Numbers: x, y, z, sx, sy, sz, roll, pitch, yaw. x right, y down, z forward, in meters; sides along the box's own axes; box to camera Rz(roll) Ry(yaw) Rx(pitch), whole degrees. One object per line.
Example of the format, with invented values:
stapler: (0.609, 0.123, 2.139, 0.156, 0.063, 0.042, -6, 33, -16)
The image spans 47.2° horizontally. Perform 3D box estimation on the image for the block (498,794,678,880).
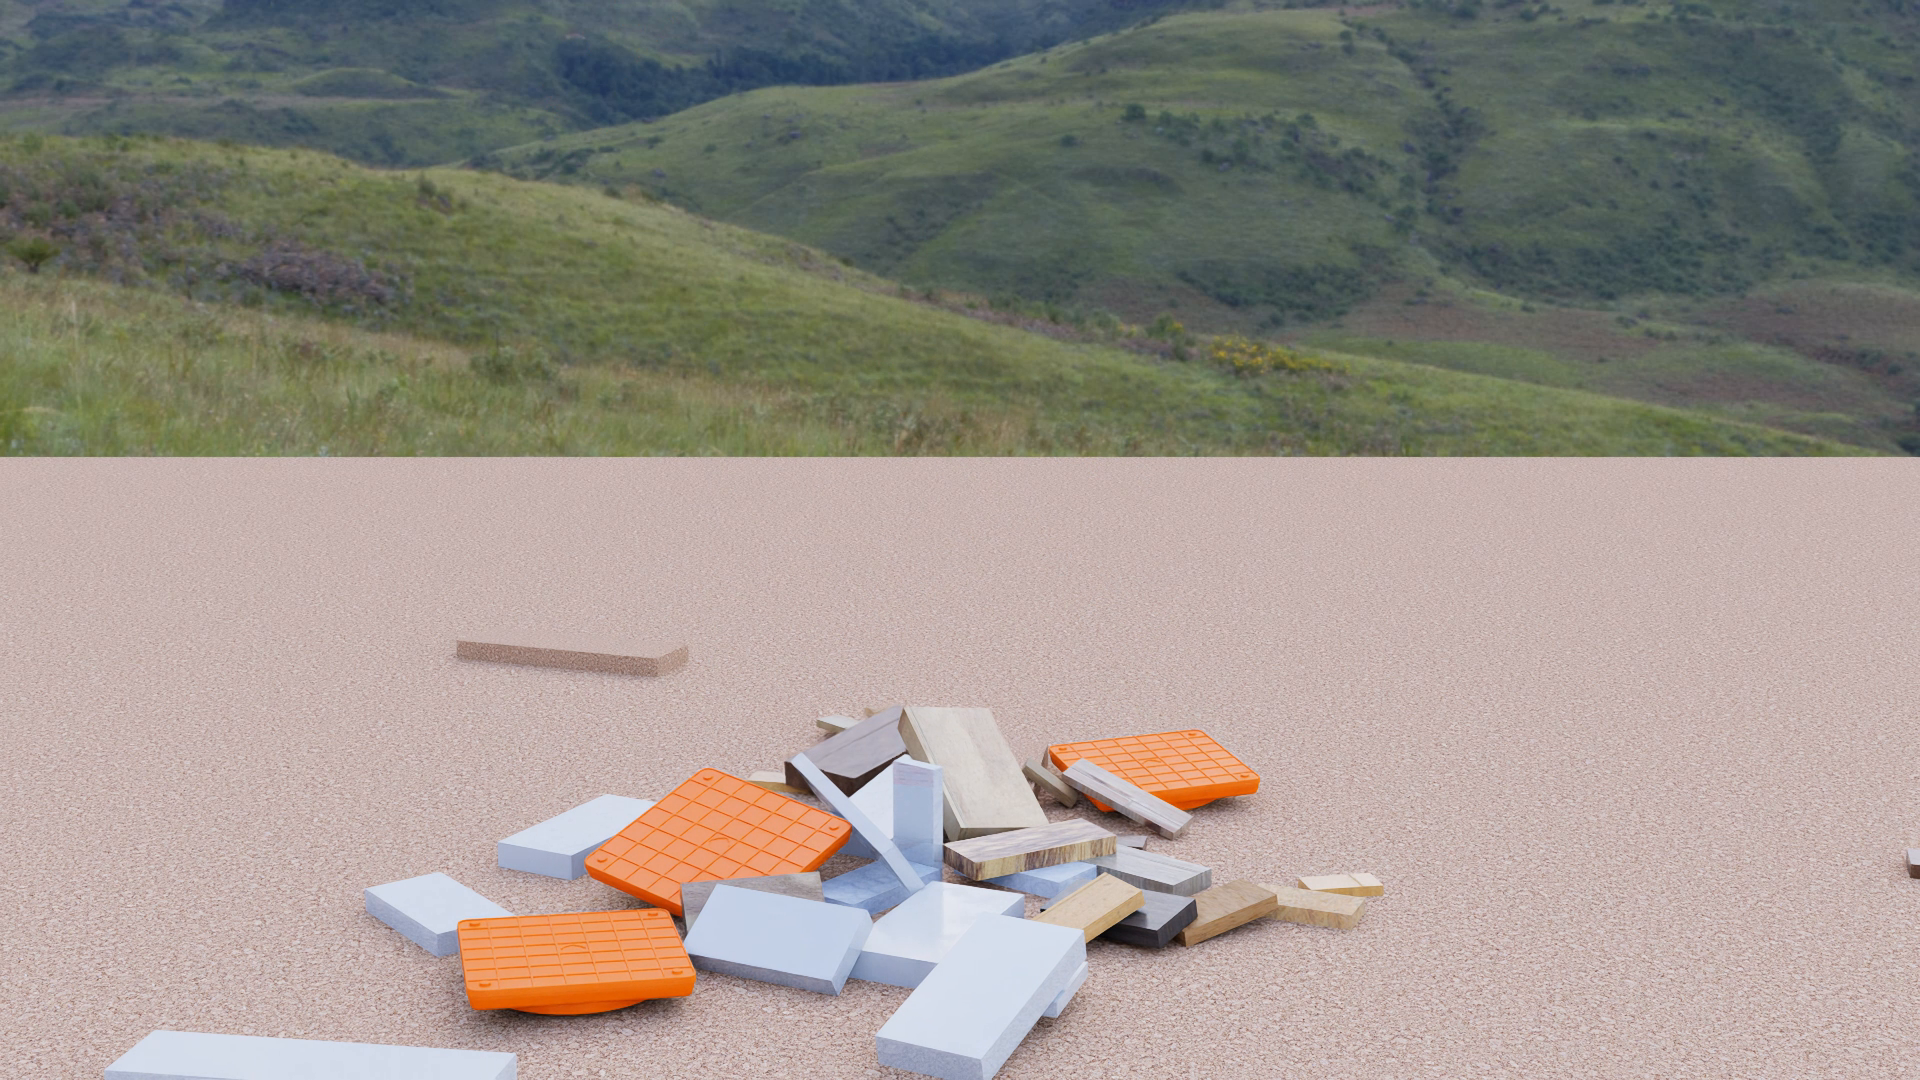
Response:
block: (-0.656, 0.524, 3.902, 0.158, 0.045, 0.315, 5, 12, 27)

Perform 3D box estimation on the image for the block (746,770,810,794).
block: (-0.343, 0.470, 4.267, 0.128, 0.018, 0.064, 2, 11, 13)

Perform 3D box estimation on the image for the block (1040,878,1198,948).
block: (0.251, 0.590, 3.486, 0.224, 0.032, 0.112, 4, 21, 39)

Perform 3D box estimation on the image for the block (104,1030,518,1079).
block: (-0.859, 0.710, 2.919, 0.517, 0.038, 0.133, 2, 11, 9)

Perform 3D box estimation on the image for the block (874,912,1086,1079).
block: (0.034, 0.638, 3.082, 0.163, 0.046, 0.326, 6, 25, 28)

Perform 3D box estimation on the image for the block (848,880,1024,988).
block: (-0.037, 0.613, 3.420, 0.163, 0.046, 0.326, 5, 11, 24)

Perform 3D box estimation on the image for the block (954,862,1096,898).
block: (0.110, 0.561, 3.742, 0.220, 0.031, 0.110, 8, 13, 37)

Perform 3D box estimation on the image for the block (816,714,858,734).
block: (-0.242, 0.390, 4.604, 0.058, 0.016, 0.116, -9, 14, -40)

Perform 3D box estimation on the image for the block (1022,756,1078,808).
block: (0.170, 0.458, 4.154, 0.116, 0.016, 0.058, 37, 13, 0)

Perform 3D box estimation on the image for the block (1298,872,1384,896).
block: (0.636, 0.579, 3.678, 0.126, 0.018, 0.063, -2, 11, -11)

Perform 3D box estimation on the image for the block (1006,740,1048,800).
block: (0.069, 0.457, 4.252, 0.173, 0.049, 0.347, 1, 11, 7)

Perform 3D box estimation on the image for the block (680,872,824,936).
block: (-0.322, 0.584, 3.447, 0.221, 0.031, 0.110, -3, 49, -14)

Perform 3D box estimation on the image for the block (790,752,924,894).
block: (-0.181, 0.479, 3.762, 0.026, 0.093, 0.498, -38, 23, -10)

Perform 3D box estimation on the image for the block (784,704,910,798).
block: (-0.163, 0.414, 4.297, 0.173, 0.049, 0.346, 9, 20, 35)

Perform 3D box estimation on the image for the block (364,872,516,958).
block: (-0.835, 0.598, 3.525, 0.133, 0.038, 0.266, -8, 13, -38)

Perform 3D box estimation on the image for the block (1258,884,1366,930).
block: (0.560, 0.595, 3.573, 0.177, 0.025, 0.089, 5, 12, 24)

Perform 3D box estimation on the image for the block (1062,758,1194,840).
block: (0.304, 0.472, 4.021, 0.249, 0.018, 0.063, 26, 38, 30)

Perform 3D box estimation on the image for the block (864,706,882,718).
block: (-0.131, 0.395, 4.618, 0.064, 0.018, 0.260, 14, 5, -22)

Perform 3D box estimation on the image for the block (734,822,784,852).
block: (-0.360, 0.532, 3.938, 0.058, 0.016, 0.116, 2, 11, 11)

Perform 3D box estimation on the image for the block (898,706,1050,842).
block: (0.022, 0.428, 3.989, 0.173, 0.049, 0.346, 3, 32, -23)

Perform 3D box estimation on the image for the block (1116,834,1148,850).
block: (0.265, 0.539, 3.896, 0.126, 0.018, 0.063, 2, 11, 12)

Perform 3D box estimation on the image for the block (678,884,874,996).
block: (-0.278, 0.602, 3.321, 0.265, 0.038, 0.133, 5, 44, 26)

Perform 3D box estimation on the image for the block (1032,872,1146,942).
block: (0.188, 0.589, 3.434, 0.185, 0.026, 0.093, -28, 25, -27)

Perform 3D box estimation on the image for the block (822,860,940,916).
block: (-0.146, 0.578, 3.648, 0.110, 0.031, 0.221, 8, 13, 38)

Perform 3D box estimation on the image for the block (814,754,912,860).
block: (-0.112, 0.482, 3.981, 0.158, 0.045, 0.315, 6, 22, 29)

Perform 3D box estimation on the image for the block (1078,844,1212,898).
block: (0.302, 0.562, 3.732, 0.224, 0.032, 0.112, 9, 14, 40)

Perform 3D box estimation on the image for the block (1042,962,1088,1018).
block: (0.124, 0.645, 3.183, 0.081, 0.023, 0.162, 4, 11, 18)

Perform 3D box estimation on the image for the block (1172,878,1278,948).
block: (0.405, 0.593, 3.506, 0.185, 0.026, 0.093, -16, 17, -29)

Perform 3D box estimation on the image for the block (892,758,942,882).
block: (-0.071, 0.476, 3.731, 0.089, 0.201, 0.025, 8, 13, 38)

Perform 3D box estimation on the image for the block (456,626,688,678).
block: (-0.932, 0.267, 5.284, 0.543, 0.045, 0.158, 4, 11, 20)

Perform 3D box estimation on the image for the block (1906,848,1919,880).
block: (1.716, 0.561, 3.756, 0.177, 0.025, 0.089, 3, 11, 18)

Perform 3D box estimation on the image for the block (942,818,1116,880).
block: (0.120, 0.526, 3.751, 0.281, 0.032, 0.112, -6, 12, -29)
